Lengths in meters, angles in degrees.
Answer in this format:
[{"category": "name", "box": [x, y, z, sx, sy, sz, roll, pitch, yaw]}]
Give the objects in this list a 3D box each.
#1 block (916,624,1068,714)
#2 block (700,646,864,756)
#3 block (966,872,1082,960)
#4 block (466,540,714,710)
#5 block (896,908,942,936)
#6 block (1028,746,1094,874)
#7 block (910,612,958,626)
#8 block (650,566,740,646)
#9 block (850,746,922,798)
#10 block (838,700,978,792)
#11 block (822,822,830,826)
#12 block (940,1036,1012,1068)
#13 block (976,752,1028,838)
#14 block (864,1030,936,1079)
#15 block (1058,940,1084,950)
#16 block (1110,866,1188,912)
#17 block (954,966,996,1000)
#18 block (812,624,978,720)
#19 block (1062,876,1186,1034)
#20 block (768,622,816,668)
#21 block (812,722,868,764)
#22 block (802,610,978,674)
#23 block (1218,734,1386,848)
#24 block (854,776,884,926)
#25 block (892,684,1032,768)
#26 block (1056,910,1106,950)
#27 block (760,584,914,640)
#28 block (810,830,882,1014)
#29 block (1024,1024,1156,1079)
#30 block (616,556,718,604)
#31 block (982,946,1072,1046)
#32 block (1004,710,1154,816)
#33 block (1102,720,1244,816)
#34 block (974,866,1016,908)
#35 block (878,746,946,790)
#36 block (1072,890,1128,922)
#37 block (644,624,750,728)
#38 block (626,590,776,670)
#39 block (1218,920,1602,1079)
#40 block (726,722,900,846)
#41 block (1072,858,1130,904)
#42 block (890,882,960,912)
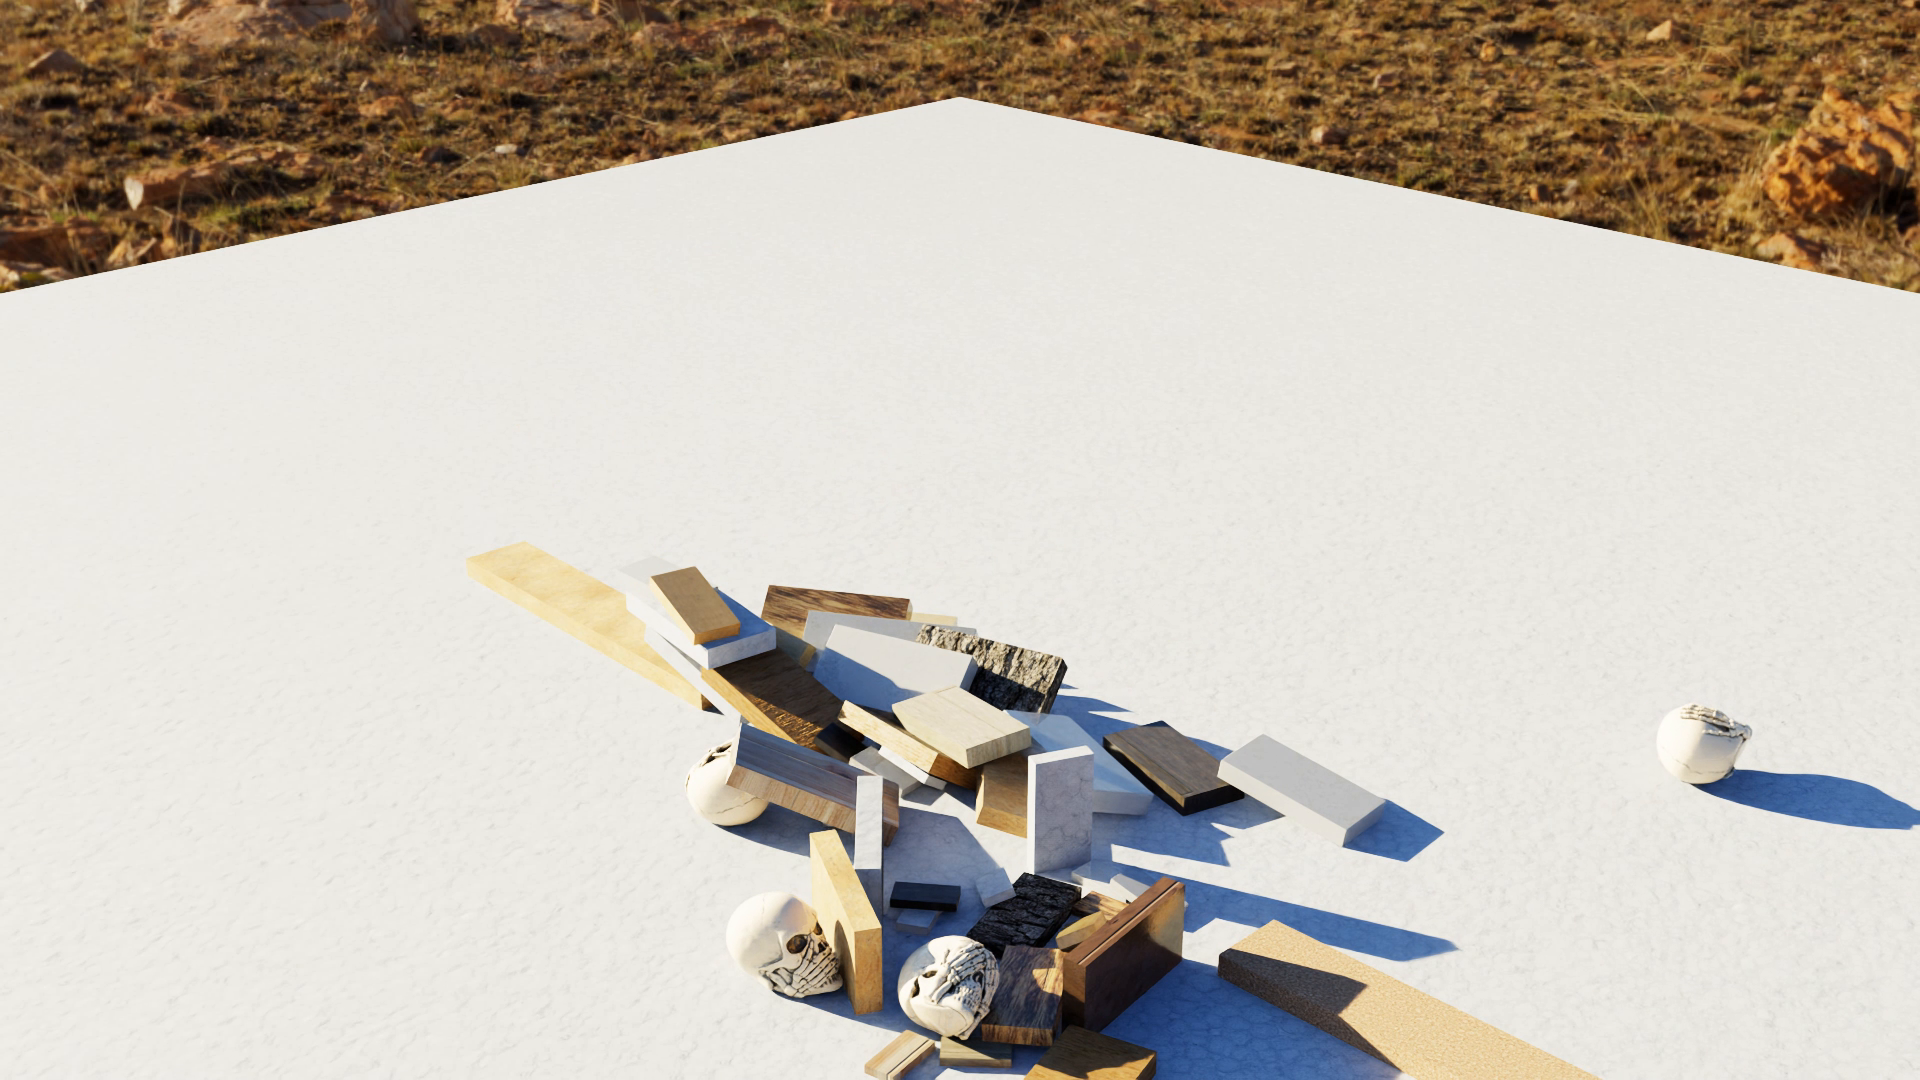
[{"category": "block", "box": [0.045, 0.307, 4.844, 0.346, 0.049, 0.173, 13, 65, 25]}, {"category": "block", "box": [-0.383, 0.347, 4.760, 0.175, 0.049, 0.349, -21, 47, -40]}, {"category": "block", "box": [0.120, 0.700, 4.068, 0.121, 0.034, 0.241, 11, 26, 25]}, {"category": "block", "box": [-0.844, 0.190, 5.252, 0.171, 0.048, 0.994, -20, 30, -38]}, {"category": "block", "box": [-0.070, 0.693, 4.104, 0.063, 0.018, 0.125, 7, 24, 16]}, {"category": "block", "box": [0.193, 0.519, 4.228, 0.121, 0.241, 0.034, -8, 24, -19]}, {"category": "block", "box": [-0.191, 0.221, 5.178, 0.341, 0.048, 0.171, 5, 24, 12]}, {"category": "block", "box": [-0.583, 0.143, 4.826, 0.111, 0.031, 0.222, -14, 41, -30]}, {"category": "block", "box": [-0.154, 0.480, 4.559, 0.139, 0.020, 0.069, 29, 31, 26]}, {"category": "block", "box": [-0.105, 0.429, 4.591, 0.305, 0.043, 0.153, 25, -2, 45]}, {"category": "block", "box": [-0.229, 0.556, 4.433, 0.098, 0.014, 0.049, -4, 23, -10]}, {"category": "block", "box": [0.027, 0.863, 3.705, 0.120, 0.017, 0.060, 1, 23, 2]}, {"category": "block", "box": [0.113, 0.502, 4.463, 0.153, 0.043, 0.305, 18, 22, -6]}, {"category": "block", "box": [-0.101, 0.868, 3.693, 0.060, 0.017, 0.120, 15, 27, 32]}, {"category": "block", "box": [0.238, 0.717, 3.931, 0.075, 0.021, 0.149, -22, -5, -32]}, {"category": "block", "box": [0.355, 0.667, 4.130, 0.136, 0.019, 0.068, 33, 38, 33]}, {"category": "block", "box": [0.057, 0.789, 3.880, 0.120, 0.017, 0.060, 10, 25, 23]}, {"category": "block", "box": [-0.150, 0.306, 4.852, 0.346, 0.049, 0.173, 12, 64, 25]}, {"category": "block", "box": [0.287, 0.731, 3.833, 0.045, 0.160, 0.320, 16, 28, 33]}, {"category": "block", "box": [-0.439, 0.252, 5.023, 0.222, 0.111, 0.031, 24, -11, 39]}, {"category": "block", "box": [-0.234, 0.443, 4.616, 0.139, 0.020, 0.069, 35, 34, 13]}, {"category": "block", "box": [-0.165, 0.257, 4.989, 0.394, 0.043, 0.151, 6, 63, 13]}, {"category": "block", "box": [0.691, 0.504, 4.455, 0.302, 0.043, 0.151, 28, 35, 32]}, {"category": "block", "box": [-0.169, 0.601, 4.127, 0.048, 0.170, 0.340, -1, 23, -1]}, {"category": "block", "box": [0.001, 0.385, 4.580, 0.153, 0.043, 0.305, -16, 21, -27]}, {"category": "block", "box": [0.219, 0.703, 3.967, 0.075, 0.021, 0.149, -23, -4, 9]}, {"category": "block", "box": [-0.294, 0.206, 5.093, 0.341, 0.048, 0.171, 5, 62, 12]}, {"category": "block", "box": [-0.206, 0.680, 3.940, 0.048, 0.170, 0.340, -7, 24, -15]}, {"category": "block", "box": [0.179, 0.909, 3.561, 0.160, 0.045, 0.320, 12, 26, 26]}, {"category": "block", "box": [-0.661, 0.099, 4.968, 0.222, 0.031, 0.111, 23, 32, 38]}, {"category": "block", "box": [0.119, 0.788, 3.811, 0.121, 0.034, 0.241, 2, 23, 11]}, {"category": "block", "box": [0.234, 0.456, 4.528, 0.170, 0.048, 0.340, 9, 19, -34]}, {"category": "block", "box": [0.444, 0.473, 4.591, 0.151, 0.043, 0.302, -12, 26, -27]}, {"category": "block", "box": [0.065, 0.653, 4.138, 0.063, 0.018, 0.125, -21, 11, -3]}, {"category": "block", "box": [-0.098, 0.470, 4.548, 0.139, 0.020, 0.069, 30, 1, 37]}, {"category": "block", "box": [0.284, 0.697, 4.094, 0.136, 0.019, 0.068, 16, 28, 33]}, {"category": "block", "box": [-0.529, 0.273, 4.909, 0.175, 0.049, 0.349, -21, 46, -39]}, {"category": "block", "box": [-0.580, 0.176, 4.905, 0.175, 0.049, 0.349, -17, 31, -34]}, {"category": "block", "box": [0.775, 0.837, 3.731, 0.160, 0.045, 0.732, -21, 31, -41]}, {"category": "block", "box": [-0.290, 0.486, 4.373, 0.347, 0.049, 0.173, 23, 21, -10]}, {"category": "block", "box": [0.286, 0.653, 4.196, 0.136, 0.019, 0.068, 21, 31, 40]}, {"category": "block", "box": [-0.064, 0.668, 4.119, 0.125, 0.018, 0.063, 3, 23, 7]}]
